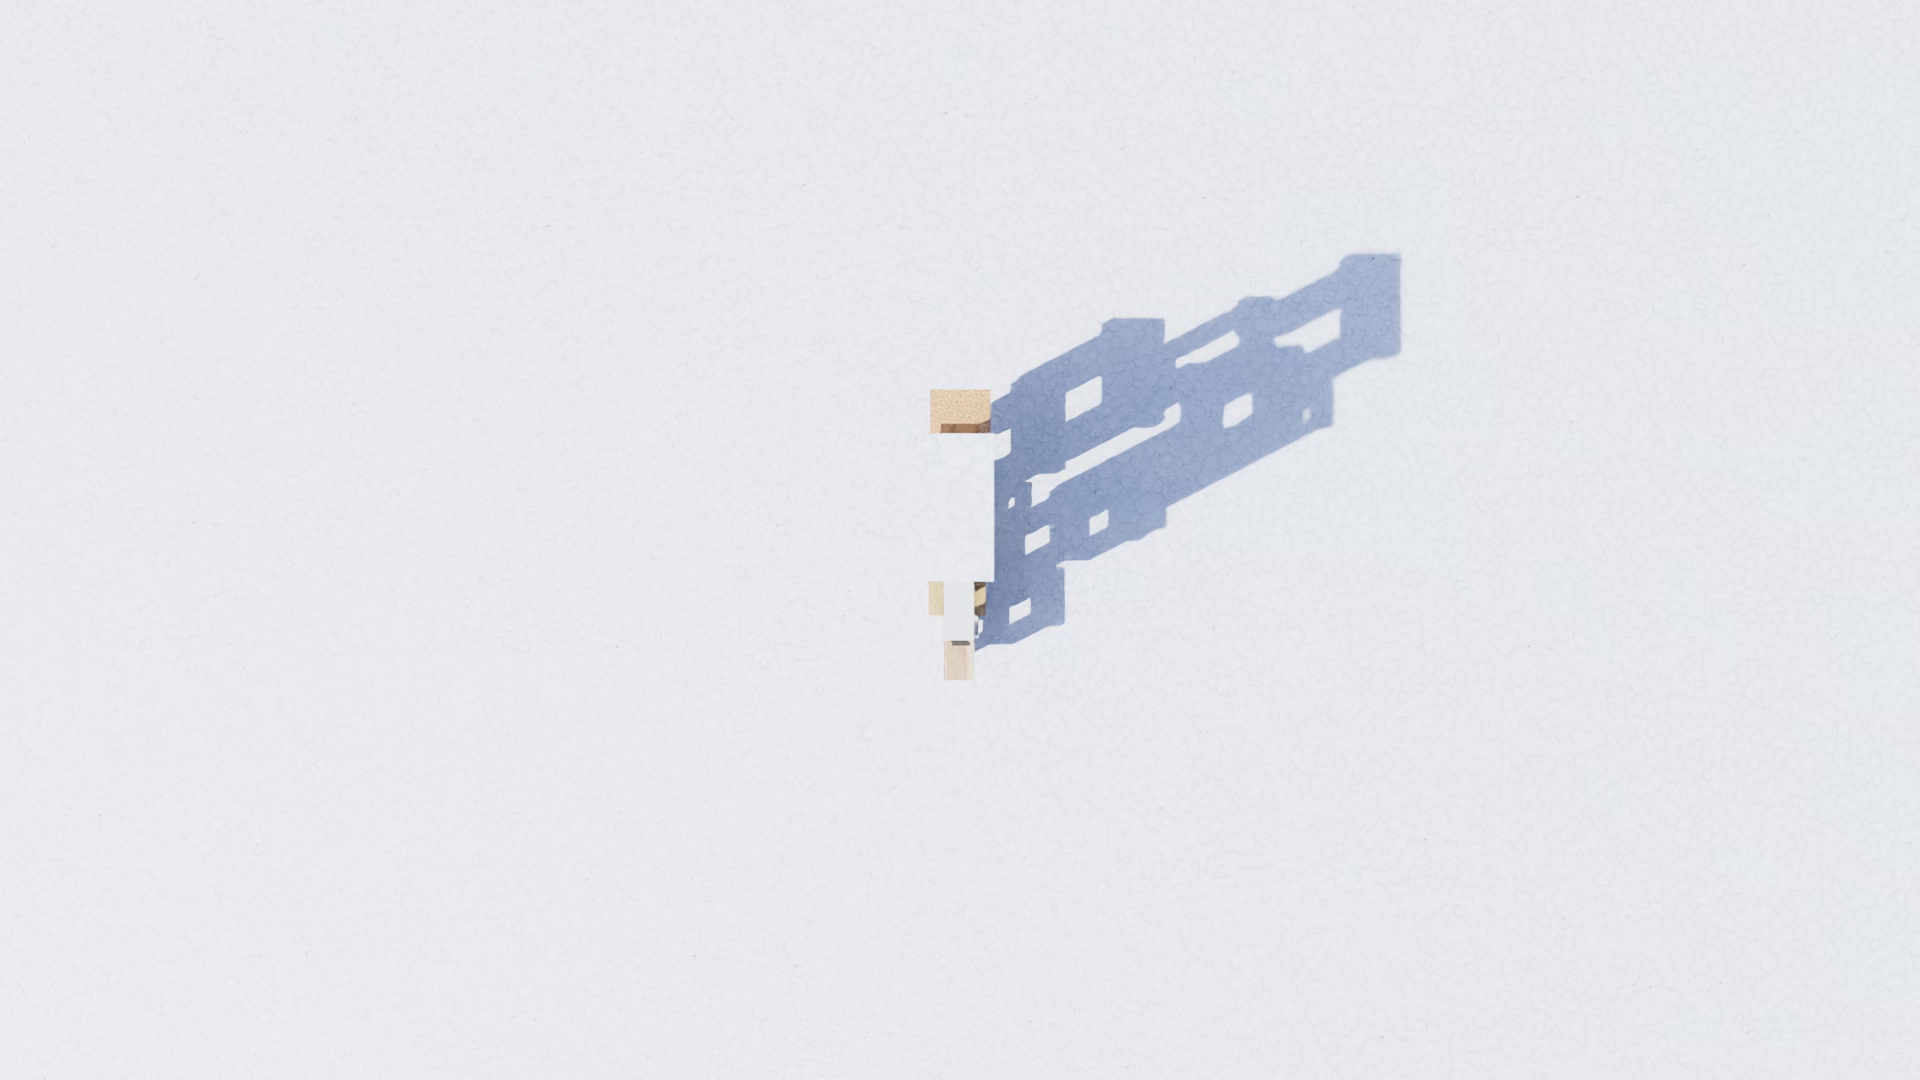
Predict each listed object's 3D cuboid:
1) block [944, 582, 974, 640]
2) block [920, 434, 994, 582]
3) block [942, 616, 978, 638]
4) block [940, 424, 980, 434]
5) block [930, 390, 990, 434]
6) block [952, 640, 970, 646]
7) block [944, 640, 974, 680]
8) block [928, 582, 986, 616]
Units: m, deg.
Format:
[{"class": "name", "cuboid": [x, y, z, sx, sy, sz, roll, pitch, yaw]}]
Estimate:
[{"class": "block", "cuboid": [-0.003, 0.170, 4.000, 0.072, 0.020, 0.144, 0, 90, 0]}, {"class": "block", "cuboid": [-0.006, -0.075, 3.792, 0.169, 0.048, 0.337, 0, 90, 0]}, {"class": "block", "cuboid": [0.002, 0.180, 4.809, 0.103, 0.029, 0.207, 0, 90, 0]}, {"class": "block", "cuboid": [0.000, -0.201, 4.268, 0.099, 0.028, 0.199, 0, 90, 0]}, {"class": "block", "cuboid": [0.001, -0.261, 4.783, 0.174, 0.049, 0.347, 0, 90, 0]}, {"class": "block", "cuboid": [0.003, 0.247, 4.682, 0.052, 0.015, 0.104, 1, 90, 0]}, {"class": "block", "cuboid": [-0.002, 0.341, 5.131, 0.095, 0.027, 0.189, 0, 90, 0]}, {"class": "block", "cuboid": [-0.007, 0.047, 4.174, 0.143, 0.041, 0.286, 0, 90, 0]}]
